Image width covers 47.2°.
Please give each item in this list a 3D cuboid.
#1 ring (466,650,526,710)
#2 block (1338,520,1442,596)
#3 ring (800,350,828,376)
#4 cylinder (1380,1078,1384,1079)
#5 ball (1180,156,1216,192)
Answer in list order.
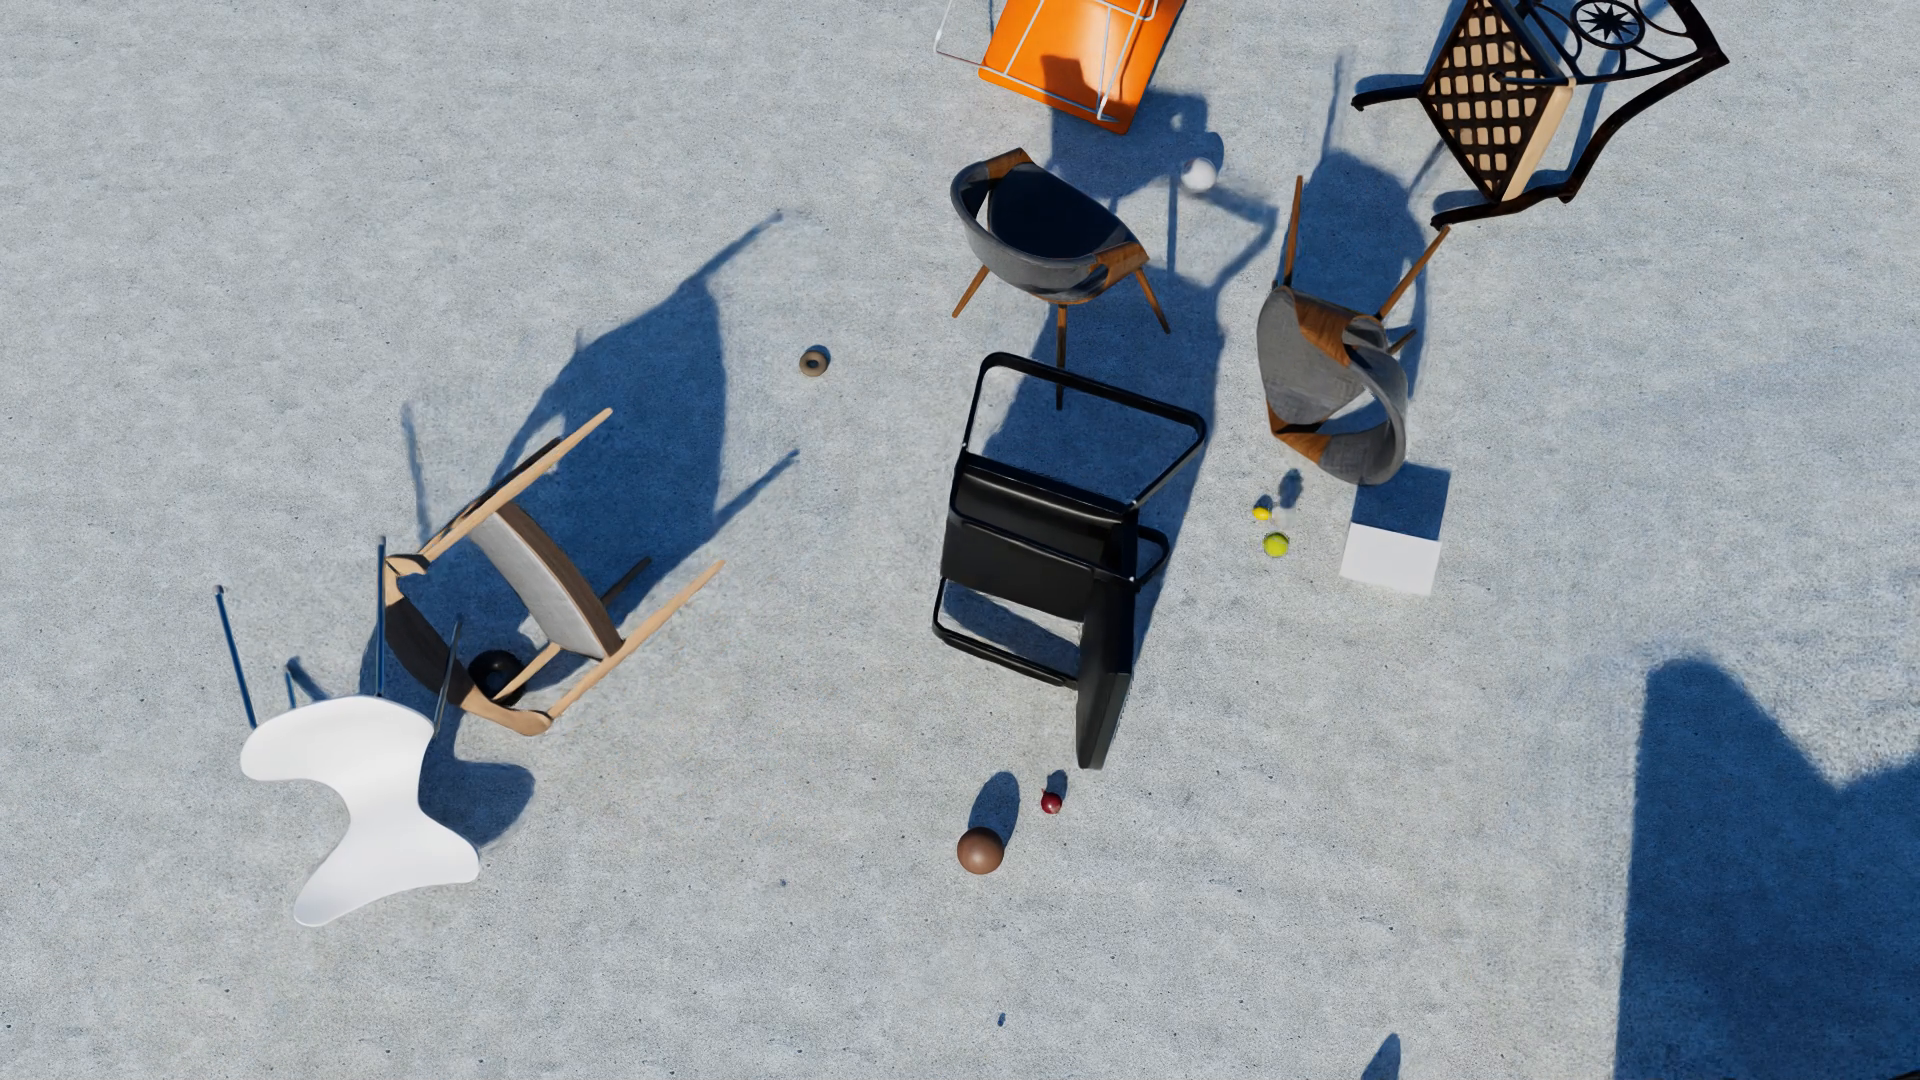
[{"bbox_3d":[-1.323,0.399,6.274,0.171,0.053,0.200,-20,59,-14],"label":"ring"},{"bbox_3d":[1.256,0.051,6.424,0.265,0.114,0.161,13,98,9],"label":"block"},{"bbox_3d":[-0.462,-0.556,6.933,0.091,0.025,0.102,-1,55,-2],"label":"ring"},{"bbox_3d":[1.049,1.431,5.566,0.058,0.079,0.121,36,62,15],"label":"cylinder"},{"bbox_3d":[0.795,-1.215,7.318,0.119,0.119,0.119,0,56,0],"label":"ball"}]
